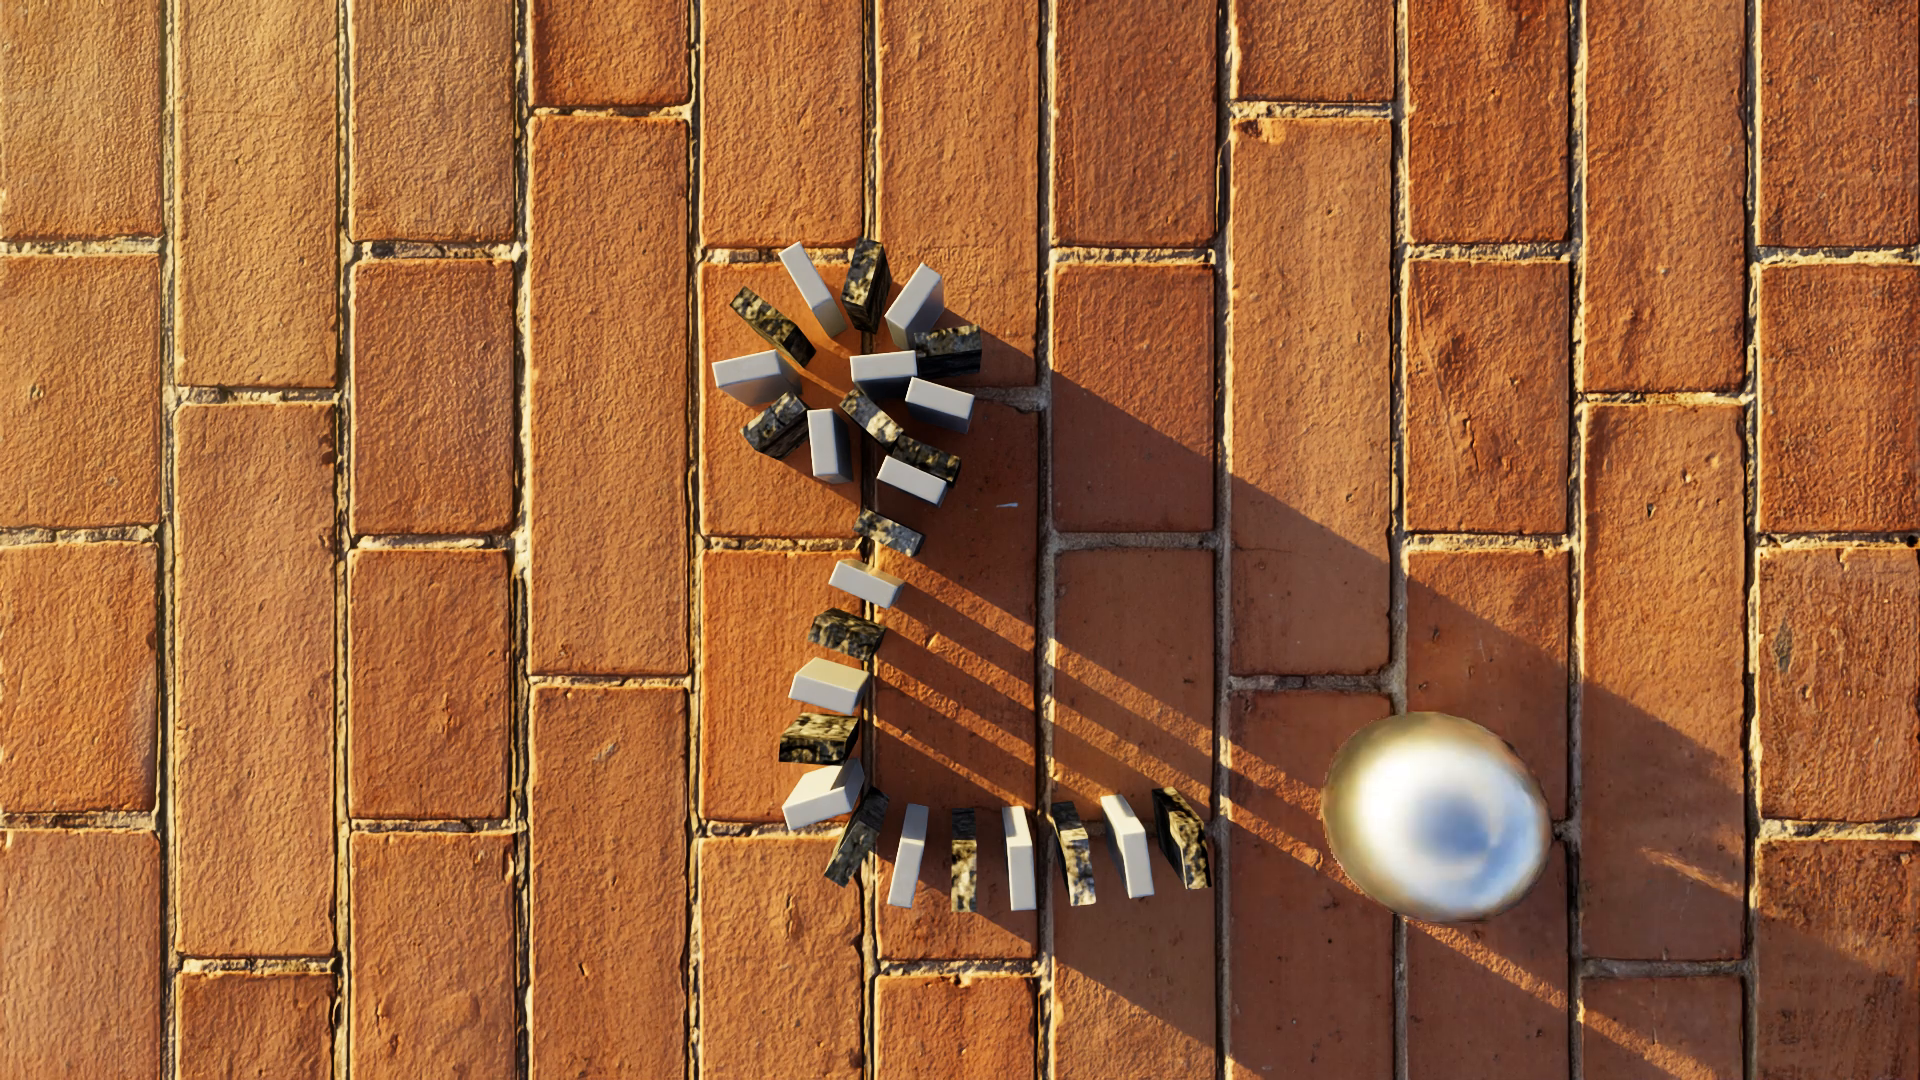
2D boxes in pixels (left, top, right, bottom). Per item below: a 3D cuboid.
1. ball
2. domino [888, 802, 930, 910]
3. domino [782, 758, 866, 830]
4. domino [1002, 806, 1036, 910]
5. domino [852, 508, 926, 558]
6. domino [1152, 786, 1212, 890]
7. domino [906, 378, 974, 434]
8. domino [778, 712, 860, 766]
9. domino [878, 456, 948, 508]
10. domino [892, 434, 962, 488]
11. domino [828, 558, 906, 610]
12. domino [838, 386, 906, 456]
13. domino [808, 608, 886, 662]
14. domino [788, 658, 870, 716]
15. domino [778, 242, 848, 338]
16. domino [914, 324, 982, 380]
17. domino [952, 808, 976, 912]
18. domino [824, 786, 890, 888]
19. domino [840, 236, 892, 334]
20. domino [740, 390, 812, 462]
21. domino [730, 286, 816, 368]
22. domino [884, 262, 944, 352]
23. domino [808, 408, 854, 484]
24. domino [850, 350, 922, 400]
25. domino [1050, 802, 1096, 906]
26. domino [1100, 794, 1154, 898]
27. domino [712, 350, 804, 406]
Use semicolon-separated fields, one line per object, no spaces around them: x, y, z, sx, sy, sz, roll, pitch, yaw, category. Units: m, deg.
0.186;0.108;0.360;0.080;0.080;0.080;0;90;0;ball
-0.021;0.128;0.375;0.010;0.050;0.025;12;90;0;domino
-0.055;0.103;0.375;0.025;0.050;0.010;-17;90;0;domino
0.024;0.129;0.375;0.010;0.050;0.025;-3;90;0;domino
-0.028;-0.003;0.375;0.025;0.050;0.010;25;90;0;domino
0.090;0.121;0.375;0.009;0.050;0.025;-8;90;0;domino
-0.008;-0.054;0.375;0.025;0.050;0.009;16;90;0;domino
-0.057;0.081;0.375;0.025;0.050;0.010;4;90;0;domino
-0.018;-0.023;0.375;0.025;0.050;0.010;24;90;0;domino
-0.013;-0.031;0.375;0.025;0.050;0.009;22;90;0;domino
-0.037;0.017;0.375;0.025;0.050;0.009;23;90;0;domino
-0.034;-0.047;0.375;0.025;0.050;0.009;42;90;0;domino
-0.045;0.038;0.375;0.025;0.050;0.009;20;90;0;domino
-0.052;0.059;0.375;0.025;0.050;0.009;16;90;0;domino
-0.059;-0.101;0.375;0.010;0.050;0.025;-30;90;0;domino
-0.005;-0.076;0.375;0.025;0.050;0.010;-8;90;0;domino
0.001;0.130;0.375;0.009;0.050;0.025;0;90;0;domino
-0.041;0.120;0.375;0.009;0.050;0.025;32;90;0;domino
-0.038;-0.103;0.375;0.010;0.050;0.025;16;90;0;domino
-0.072;-0.046;0.375;0.025;0.050;0.009;-39;90;0;domino
-0.075;-0.086;0.375;0.025;0.050;0.010;37;90;0;domino
-0.018;-0.093;0.375;0.010;0.050;0.025;35;90;0;domino
-0.052;-0.037;0.375;0.010;0.050;0.025;-6;90;0;domino
-0.029;-0.067;0.375;0.025;0.050;0.009;-5;90;0;domino
0.046;0.127;0.375;0.010;0.050;0.025;-7;90;0;domino
0.068;0.124;0.375;0.010;0.050;0.025;-8;90;0;domino
-0.082;-0.066;0.375;0.025;0.050;0.009;-12;90;0;domino
